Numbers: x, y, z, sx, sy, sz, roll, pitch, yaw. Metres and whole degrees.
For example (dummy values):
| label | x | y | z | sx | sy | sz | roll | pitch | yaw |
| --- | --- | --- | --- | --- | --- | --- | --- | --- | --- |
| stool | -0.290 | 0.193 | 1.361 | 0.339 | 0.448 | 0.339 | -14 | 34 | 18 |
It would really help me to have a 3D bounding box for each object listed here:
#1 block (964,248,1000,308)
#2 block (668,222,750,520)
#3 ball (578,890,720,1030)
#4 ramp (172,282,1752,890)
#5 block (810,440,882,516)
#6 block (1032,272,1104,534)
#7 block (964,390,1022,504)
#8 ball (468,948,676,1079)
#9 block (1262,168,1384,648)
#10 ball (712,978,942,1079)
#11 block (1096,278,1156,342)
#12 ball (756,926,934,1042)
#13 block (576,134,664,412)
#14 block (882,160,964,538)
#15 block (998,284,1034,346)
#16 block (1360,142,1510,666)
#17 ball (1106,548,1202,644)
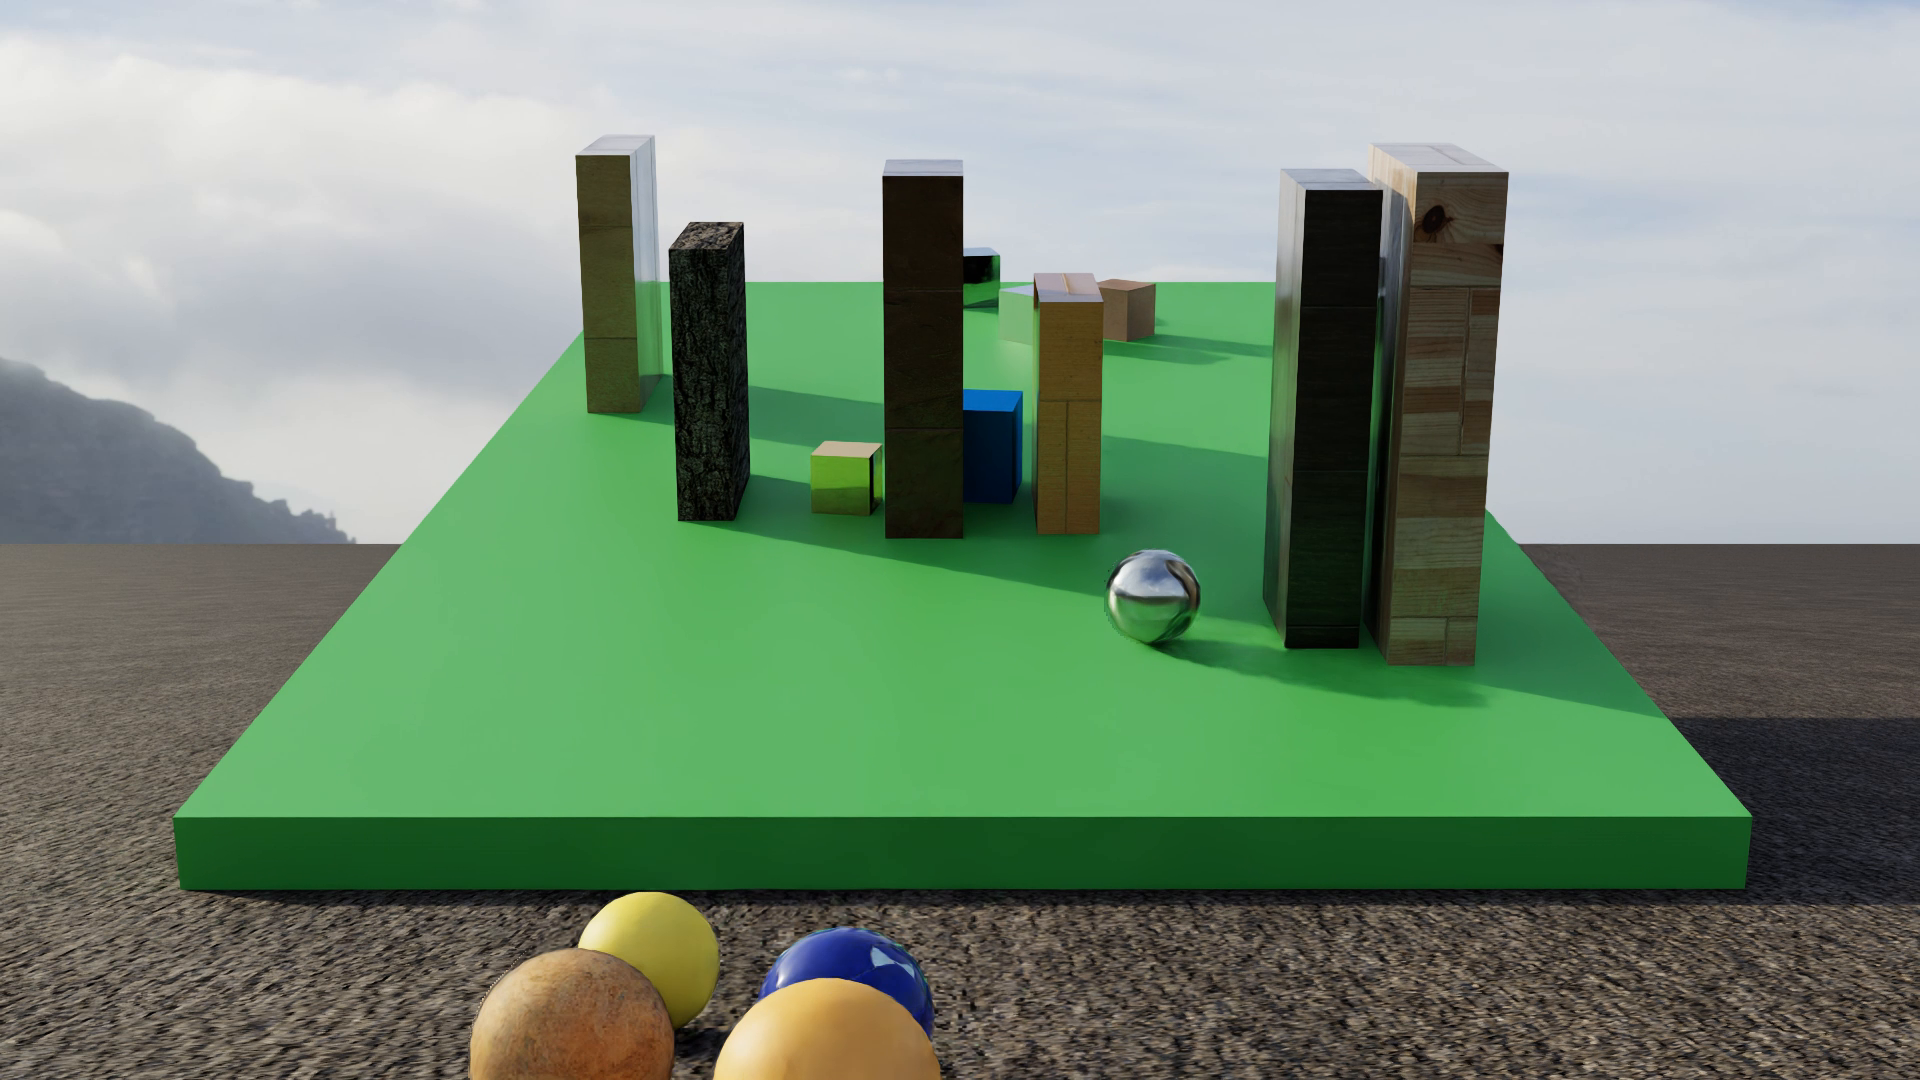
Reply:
| label | x | y | z | sx | sy | sz | roll | pitch | yaw |
| --- | --- | --- | --- | --- | --- | --- | --- | --- | --- |
| block | 0.027 | -0.743 | 6.269 | 0.147 | 0.147 | 0.147 | -3 | 17 | -10 |
| block | -0.473 | -0.328 | 4.210 | 0.104 | 0.507 | 0.347 | 0 | 16 | 0 |
| ball | -0.282 | 0.383 | 1.999 | 0.130 | 0.130 | 0.130 | 0 | 0 | 0 |
| ramp | -0.002 | -0.164 | 4.733 | 2.000 | 0.100 | 4.000 | 0 | 16 | 0 |
| block | -0.214 | -0.118 | 4.195 | 0.113 | 0.113 | 0.113 | 3 | 17 | 10 |
| block | 0.197 | -0.260 | 4.122 | 0.113 | 0.428 | 0.312 | 0 | 16 | 0 |
| block | 0.022 | -0.184 | 4.302 | 0.181 | 0.181 | 0.181 | 2 | 16 | 7 |
| ball | -0.283 | 0.374 | 1.616 | 0.149 | 0.149 | 0.149 | 0 | 0 | 0 |
| block | 0.560 | -0.208 | 3.448 | 0.114 | 0.707 | 0.258 | 0 | 16 | 0 |
| ball | -0.088 | 0.371 | 1.476 | 0.155 | 0.155 | 0.155 | 0 | 0 | 0 |
| block | 0.421 | -0.606 | 5.825 | 0.134 | 0.134 | 0.134 | 12 | 20 | 36 |
| ball | -0.091 | 0.377 | 1.747 | 0.142 | 0.142 | 0.142 | 0 | 0 | 0 |
| block | -0.778 | -0.620 | 5.088 | 0.118 | 0.574 | 0.424 | 0 | 16 | 0 |
| block | -0.065 | -0.351 | 4.032 | 0.140 | 0.652 | 0.246 | 0 | 16 | 0 |
| block | 0.192 | -0.588 | 5.771 | 0.129 | 0.129 | 0.129 | -14 | 22 | -40 |
| block | 0.713 | -0.220 | 3.428 | 0.130 | 0.743 | 0.382 | 0 | 16 | 0 |
| ball | 0.300 | 0.087 | 3.435 | 0.148 | 0.148 | 0.148 | 0 | 0 | 0 |
